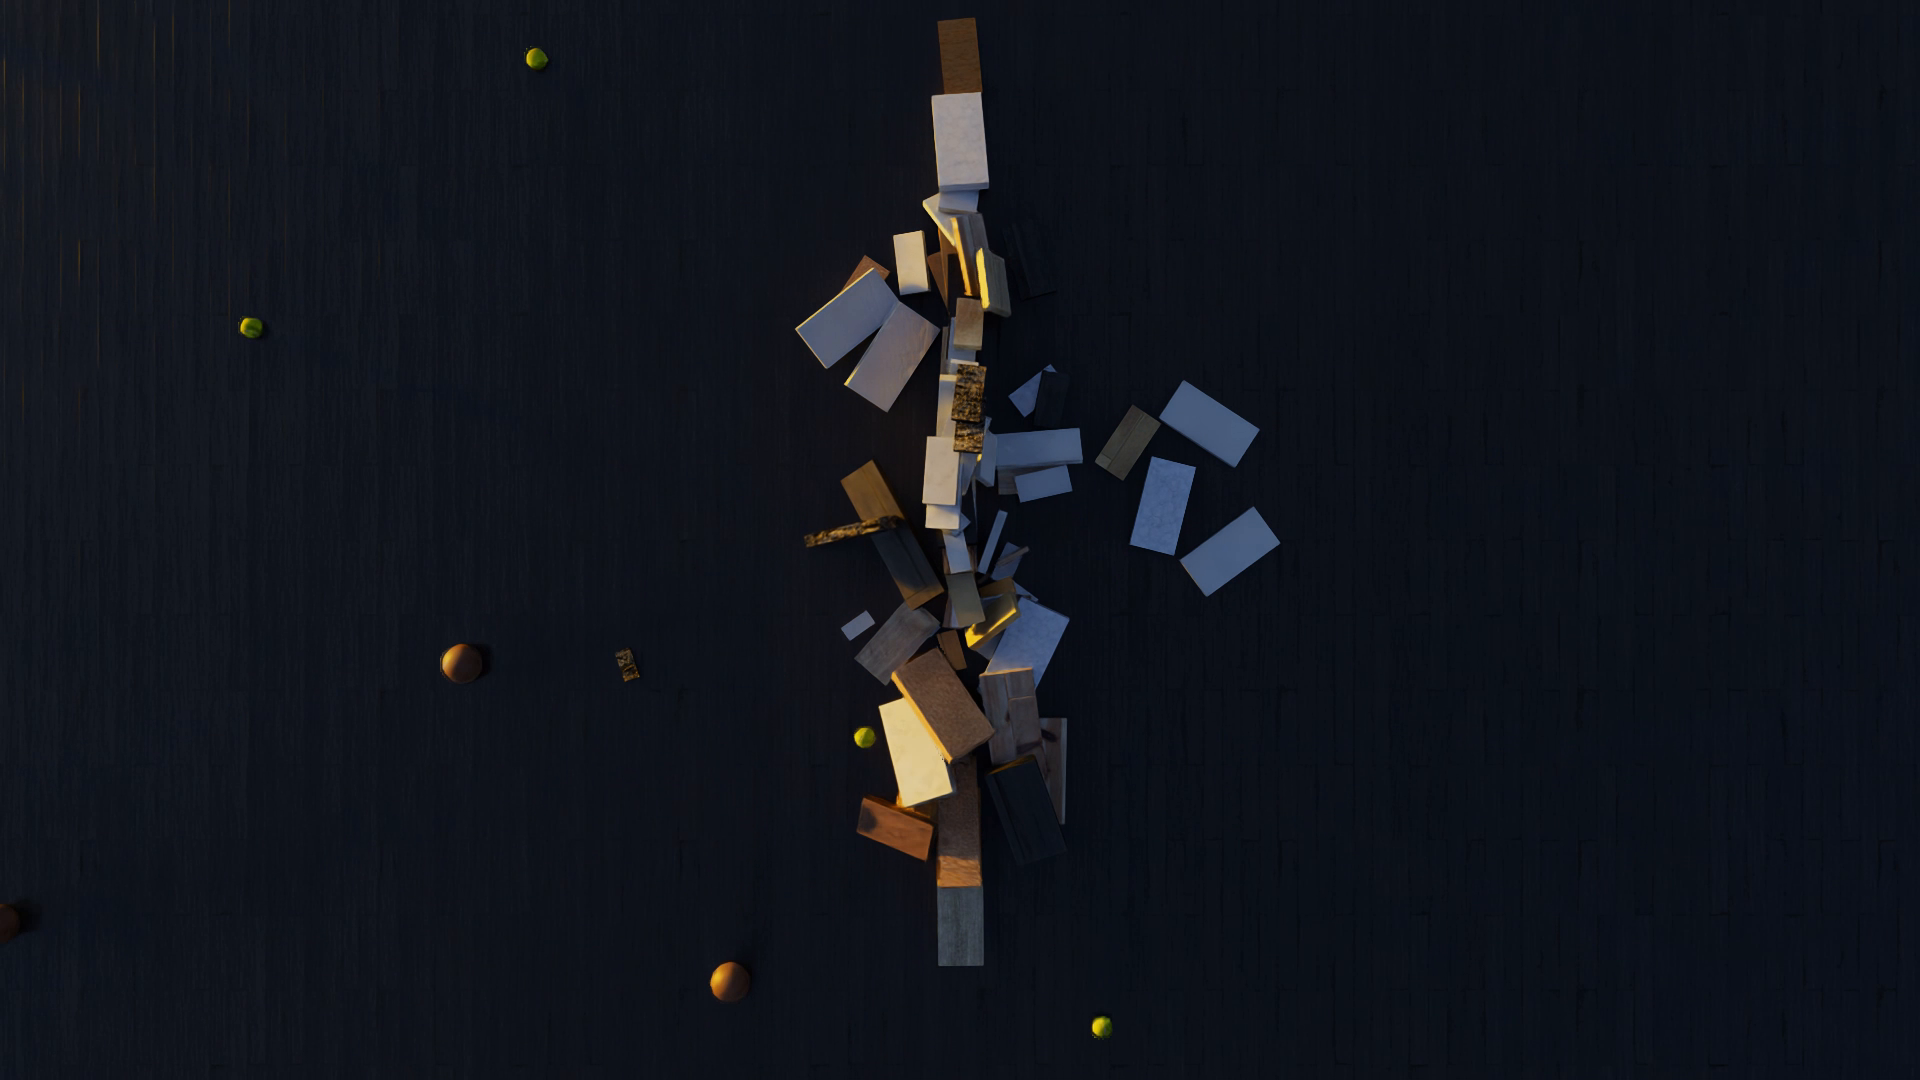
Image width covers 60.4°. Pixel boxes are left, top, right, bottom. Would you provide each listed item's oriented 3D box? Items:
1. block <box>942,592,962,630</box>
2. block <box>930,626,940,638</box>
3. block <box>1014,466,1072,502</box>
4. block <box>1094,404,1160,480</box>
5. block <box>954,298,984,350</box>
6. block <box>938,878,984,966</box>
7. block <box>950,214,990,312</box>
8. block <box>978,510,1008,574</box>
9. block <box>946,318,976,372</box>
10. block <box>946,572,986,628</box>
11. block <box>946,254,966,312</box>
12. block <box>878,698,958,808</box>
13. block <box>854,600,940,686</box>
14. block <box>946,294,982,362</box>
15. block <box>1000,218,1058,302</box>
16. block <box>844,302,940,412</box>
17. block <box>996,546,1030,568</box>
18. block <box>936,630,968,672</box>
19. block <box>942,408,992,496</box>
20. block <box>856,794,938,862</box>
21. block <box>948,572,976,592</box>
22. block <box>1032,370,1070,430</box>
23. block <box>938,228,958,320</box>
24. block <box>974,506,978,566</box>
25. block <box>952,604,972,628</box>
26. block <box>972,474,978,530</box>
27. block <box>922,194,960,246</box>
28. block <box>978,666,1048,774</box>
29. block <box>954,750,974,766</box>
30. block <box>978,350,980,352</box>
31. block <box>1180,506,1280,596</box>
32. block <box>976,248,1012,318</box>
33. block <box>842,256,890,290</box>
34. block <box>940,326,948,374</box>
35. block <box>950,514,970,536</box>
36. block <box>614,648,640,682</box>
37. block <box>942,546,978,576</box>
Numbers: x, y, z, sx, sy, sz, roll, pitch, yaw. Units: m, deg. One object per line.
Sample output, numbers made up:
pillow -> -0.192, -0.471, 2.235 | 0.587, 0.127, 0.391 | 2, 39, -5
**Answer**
block -> -0.014, 0.230, 5.462 | 0.067, 0.019, 0.134 | 10, 111, -4
block -> -0.112, 0.274, 5.493 | 0.047, 0.013, 0.094 | -45, 90, 0
block -> 0.276, -0.186, 5.455 | 0.176, 0.025, 0.088 | -13, 90, 0
block -> 0.557, -0.323, 5.484 | 0.114, 0.032, 0.229 | 34, 90, 0
block -> 0.029, -0.691, 5.273 | 0.089, 0.025, 0.177 | 5, 64, -2
block -> 0.002, 1.257, 5.417 | 0.149, 0.042, 0.299 | -1, 108, 0
block -> 0.052, -0.903, 5.394 | 0.105, 0.030, 0.315 | -17, 100, -33
block -> 0.106, 0.007, 5.446 | 0.030, 0.107, 0.214 | 20, 90, 0
block -> 0.008, -0.624, 5.312 | 0.089, 0.025, 0.177 | 5, 92, -2
block -> 0.018, 0.189, 5.392 | 0.090, 0.026, 0.180 | -16, 88, 3
block -> 0.006, -0.843, 5.428 | 0.095, 0.027, 0.190 | 1, 87, -7
block -> -0.139, 0.686, 5.403 | 0.173, 0.049, 0.346 | -20, 71, 14
block -> -0.206, 0.332, 5.467 | 0.139, 0.039, 0.277 | 41, 90, 0
block -> 0.015, -0.686, 5.339 | 0.105, 0.030, 0.210 | 5, 91, -1
block -> 0.229, -0.932, 5.482 | 0.126, 0.036, 0.251 | -16, 90, 0
block -> -0.223, -0.605, 5.451 | 0.163, 0.046, 0.327 | 33, 91, -18
block -> 0.176, 0.056, 5.452 | 0.116, 0.058, 0.016 | -28, 86, 0
block -> -0.027, 0.369, 5.491 | 0.067, 0.019, 0.134 | -16, 90, 0
block -> -0.003, -0.290, 5.310 | 0.132, 0.037, 0.264 | 21, 106, 6
block -> -0.206, 0.941, 5.399 | 0.263, 0.037, 0.131 | 19, 111, 21
block -> 0.006, 0.152, 5.455 | 0.090, 0.026, 0.180 | 0, 112, 0
block -> 0.300, -0.465, 5.464 | 0.090, 0.026, 0.181 | 9, 100, -11
block -> -0.004, -0.864, 5.455 | 0.095, 0.027, 0.346 | -6, 88, -7
block -> 0.000, -0.023, 5.456 | 0.108, 0.031, 0.217 | -3, 106, 0
block -> 0.006, 0.219, 5.418 | 0.067, 0.019, 0.134 | 2, 89, -4
block -> -0.001, -0.137, 5.457 | 0.108, 0.031, 0.217 | -3, 105, 0
block -> -0.031, -1.064, 5.444 | 0.095, 0.027, 0.190 | -30, 71, -16
block -> 0.174, 0.603, 5.410 | 0.175, 0.049, 0.349 | -8, 95, 3
block -> 0.014, 0.670, 5.463 | 0.071, 0.020, 0.141 | 14, 67, 1
block -> -0.003, -0.529, 5.436 | 0.114, 0.032, 0.229 | 5, 107, -2
block -> 0.895, 0.038, 5.479 | 0.301, 0.043, 0.150 | -36, 90, 0
block -> 0.108, -0.831, 5.344 | 0.030, 0.105, 0.210 | -24, 62, 37
block -> -0.329, -0.835, 5.486 | 0.100, 0.028, 0.200 | 34, 90, 0
block -> -0.005, -0.575, 5.372 | 0.114, 0.032, 0.229 | 3, 91, -2
block -> -0.035, -0.081, 5.315 | 0.067, 0.019, 0.133 | -42, 80, -7
block -> -1.107, 0.414, 5.493 | 0.052, 0.015, 0.103 | -19, 90, 0
block -> -0.007, 0.002, 5.381 | 0.108, 0.031, 0.217 | -6, 79, 1
